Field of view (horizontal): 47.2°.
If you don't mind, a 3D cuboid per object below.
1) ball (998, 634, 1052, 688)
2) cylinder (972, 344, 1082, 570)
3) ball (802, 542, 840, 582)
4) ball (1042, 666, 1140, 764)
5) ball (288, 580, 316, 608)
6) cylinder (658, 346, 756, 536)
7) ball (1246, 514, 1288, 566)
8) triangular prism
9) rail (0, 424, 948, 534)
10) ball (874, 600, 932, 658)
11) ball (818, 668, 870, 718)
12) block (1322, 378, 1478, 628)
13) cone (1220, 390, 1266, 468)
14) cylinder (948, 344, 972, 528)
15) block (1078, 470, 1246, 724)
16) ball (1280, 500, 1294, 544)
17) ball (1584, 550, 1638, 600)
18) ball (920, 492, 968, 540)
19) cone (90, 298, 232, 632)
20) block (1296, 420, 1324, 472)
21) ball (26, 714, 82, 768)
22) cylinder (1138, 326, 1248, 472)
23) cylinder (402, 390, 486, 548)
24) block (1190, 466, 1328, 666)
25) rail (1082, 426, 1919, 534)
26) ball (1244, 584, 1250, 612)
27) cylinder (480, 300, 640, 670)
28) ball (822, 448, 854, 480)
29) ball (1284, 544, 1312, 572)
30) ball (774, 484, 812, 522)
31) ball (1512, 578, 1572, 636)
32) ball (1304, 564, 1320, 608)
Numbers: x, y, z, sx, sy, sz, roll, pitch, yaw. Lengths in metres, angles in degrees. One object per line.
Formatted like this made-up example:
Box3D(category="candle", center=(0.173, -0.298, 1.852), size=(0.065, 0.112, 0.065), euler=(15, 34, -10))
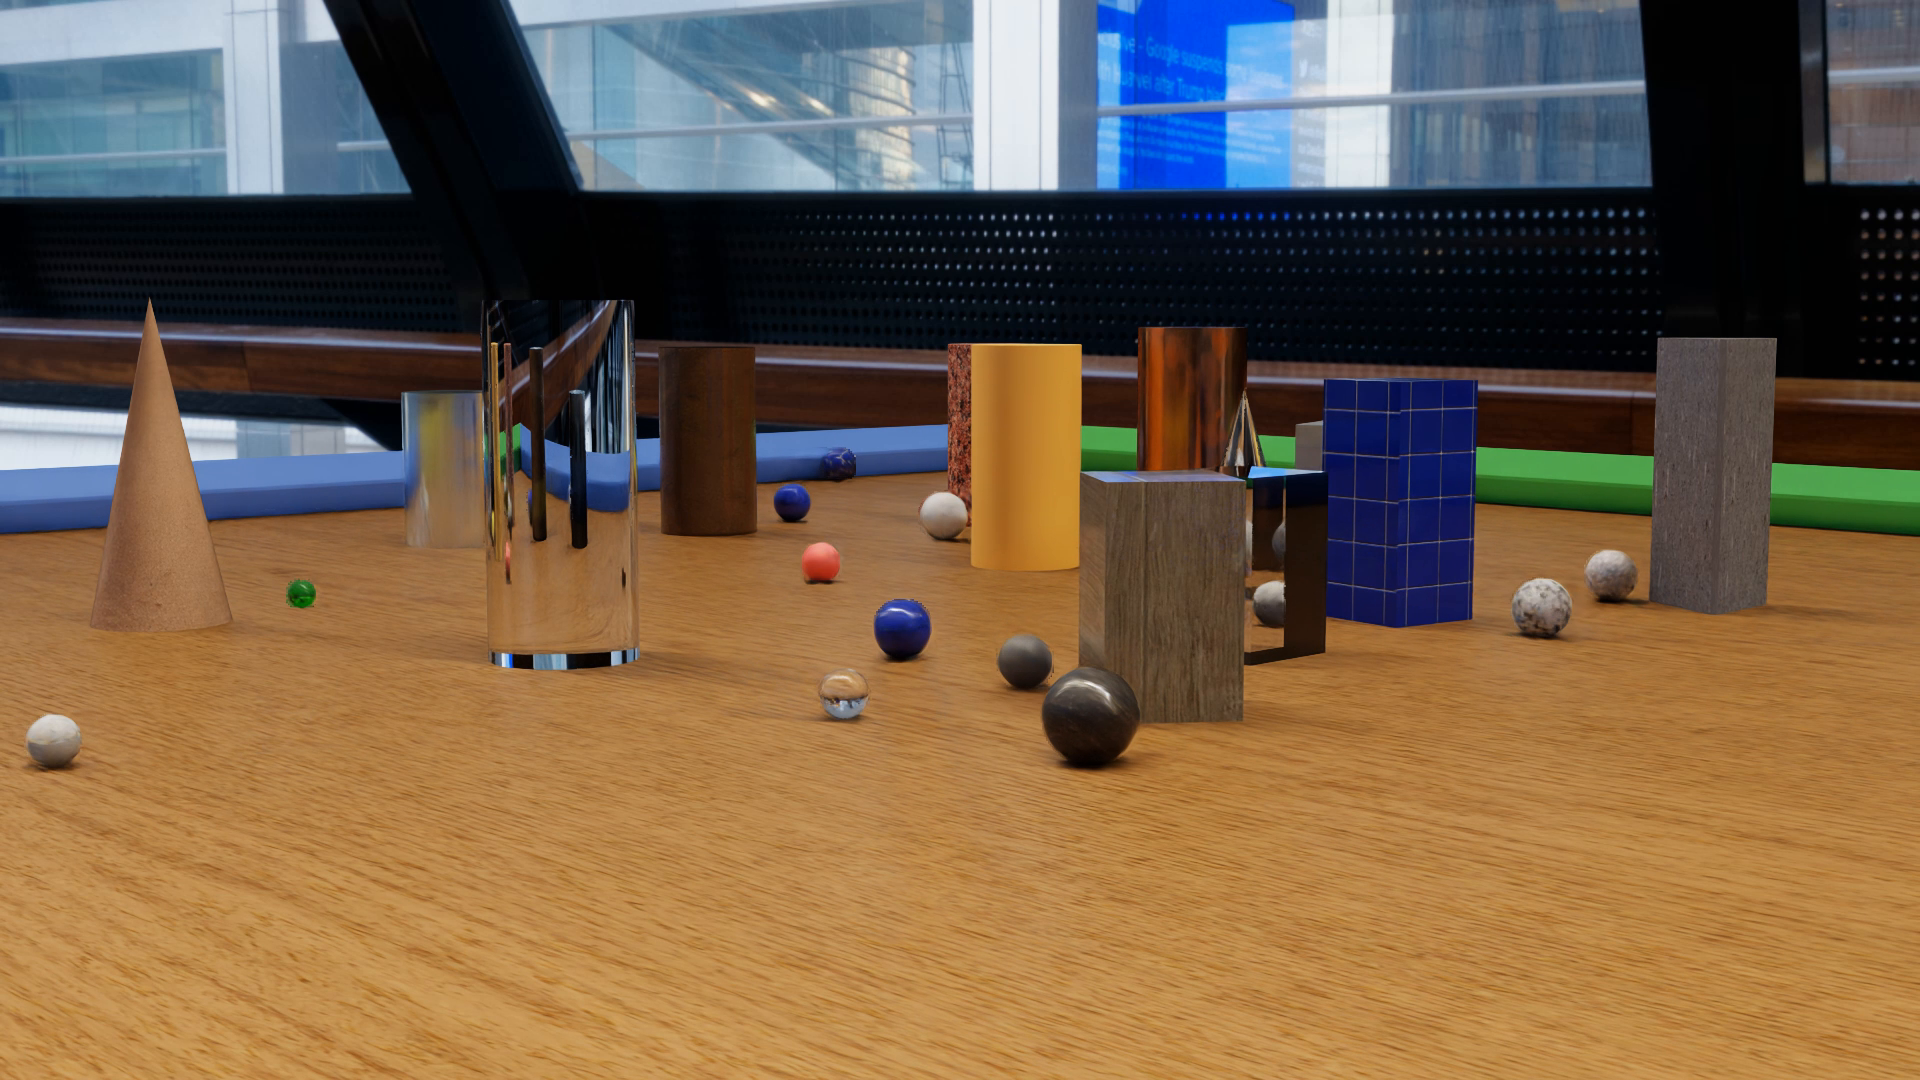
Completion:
Box3D(category="ball", center=(0.077, 0.142, 2.584), size=(0.064, 0.064, 0.064), euler=(0, 6, 0))
Box3D(category="cylinder", center=(0.115, -0.147, 3.816), size=(0.191, 0.382, 0.191), euler=(0, 6, 0))
Box3D(category="ball", center=(-0.227, 0.037, 3.587), size=(0.064, 0.064, 0.064), euler=(0, 6, 0))
Box3D(category="ball", center=(0.128, 0.172, 2.157), size=(0.095, 0.095, 0.095), euler=(0, 6, 0))
Box3D(category="ball", center=(-0.981, 0.081, 3.279), size=(0.041, 0.041, 0.041), euler=(0, 6, 0))
Box3D(category="cylinder", center=(-0.502, -0.199, 4.379), size=(0.191, 0.368, 0.191), euler=(0, 6, 0))
Box3D(category="ball", center=(0.520, 0.000, 3.804), size=(0.092, 0.092, 0.092), euler=(0, 6, 0))
Box3D(category="triangular prism", center=(1.106, -0.101, 3.292), size=(0.143, 0.400, 0.166), euler=(6, 8, 45))
Box3D(category="rail", center=(-1.372, -0.123, 4.811), size=(4.141, 0.124, 0.045), euler=(-6, 8, -42))
Box3D(category="ball", center=(-0.073, 0.114, 2.806), size=(0.074, 0.074, 0.074), euler=(0, 6, 0))
Box3D(category="ball", center=(-0.126, 0.167, 2.392), size=(0.055, 0.055, 0.055), euler=(0, 6, 0))
Box3D(category="block", center=(0.630, -0.059, 3.162), size=(0.153, 0.343, 0.153), euler=(-4, 7, -34))
Box3D(category="cone", center=(0.448, -0.081, 3.482), size=(0.191, 0.320, 0.191), euler=(0, 6, 0))
Box3D(category="cylinder", center=(0.070, -0.219, 4.550), size=(0.191, 0.371, 0.191), euler=(0, 6, 0))
Box3D(category="block", center=(0.221, 0.059, 2.432), size=(0.153, 0.261, 0.153), euler=(-1, 6, -7))
Box3D(category="ball", center=(0.644, -0.033, 4.098), size=(0.096, 0.096, 0.096), euler=(0, 6, 0))
Box3D(category="ball", center=(0.995, 0.054, 3.358), size=(0.078, 0.078, 0.078), euler=(0, 6, 0))
Box3D(category="ball", center=(-0.031, -0.046, 4.238), size=(0.093, 0.093, 0.093), euler=(0, 6, 0))
Box3D(category="cone", center=(-1.136, -0.112, 3.106), size=(0.191, 0.461, 0.191), euler=(0, 6, 0))
Box3D(category="block", center=(0.689, -0.084, 3.884), size=(0.153, 0.243, 0.153), euler=(3, 7, 27))
Box3D(category="ball", center=(-0.882, 0.195, 2.141), size=(0.051, 0.051, 0.051), euler=(0, 6, 0))
Box3D(category="cylinder", center=(0.408, -0.168, 3.876), size=(0.191, 0.411, 0.191), euler=(0, 6, 0))
Box3D(category="cylinder", center=(-0.957, -0.137, 4.169), size=(0.191, 0.288, 0.191), euler=(0, 6, 0))
Box3D(category="block", center=(0.366, 0.029, 2.844), size=(0.153, 0.235, 0.153), euler=(-6, 8, -43))
Box3D(category="rail", center=(1.504, -0.113, 4.713), size=(0.045, 0.124, 4.093), euler=(-6, 8, -42))
Box3D(category="ball", center=(0.385, 0.083, 3.159), size=(0.062, 0.062, 0.062), euler=(0, 6, 0))
Box3D(category="cylinder", center=(-0.506, -0.076, 2.789), size=(0.191, 0.455, 0.191), euler=(0, 6, 0))
Box3D(category="ball", center=(-0.315, -0.196, 5.702), size=(0.083, 0.083, 0.083), euler=(0, 6, 0))
Box3D(category="ball", center=(0.571, 0.031, 3.717), size=(0.048, 0.048, 0.048), euler=(0, 6, 0))
Box3D(category="ball", center=(-0.351, -0.078, 4.606), size=(0.079, 0.079, 0.079), euler=(0, 6, 0))
Box3D(category="ball", center=(0.792, 0.092, 2.992), size=(0.079, 0.079, 0.079), euler=(0, 6, 0))
Box3D(category="ball", center=(0.544, 0.069, 3.253), size=(0.070, 0.070, 0.070), euler=(0, 6, 0))
